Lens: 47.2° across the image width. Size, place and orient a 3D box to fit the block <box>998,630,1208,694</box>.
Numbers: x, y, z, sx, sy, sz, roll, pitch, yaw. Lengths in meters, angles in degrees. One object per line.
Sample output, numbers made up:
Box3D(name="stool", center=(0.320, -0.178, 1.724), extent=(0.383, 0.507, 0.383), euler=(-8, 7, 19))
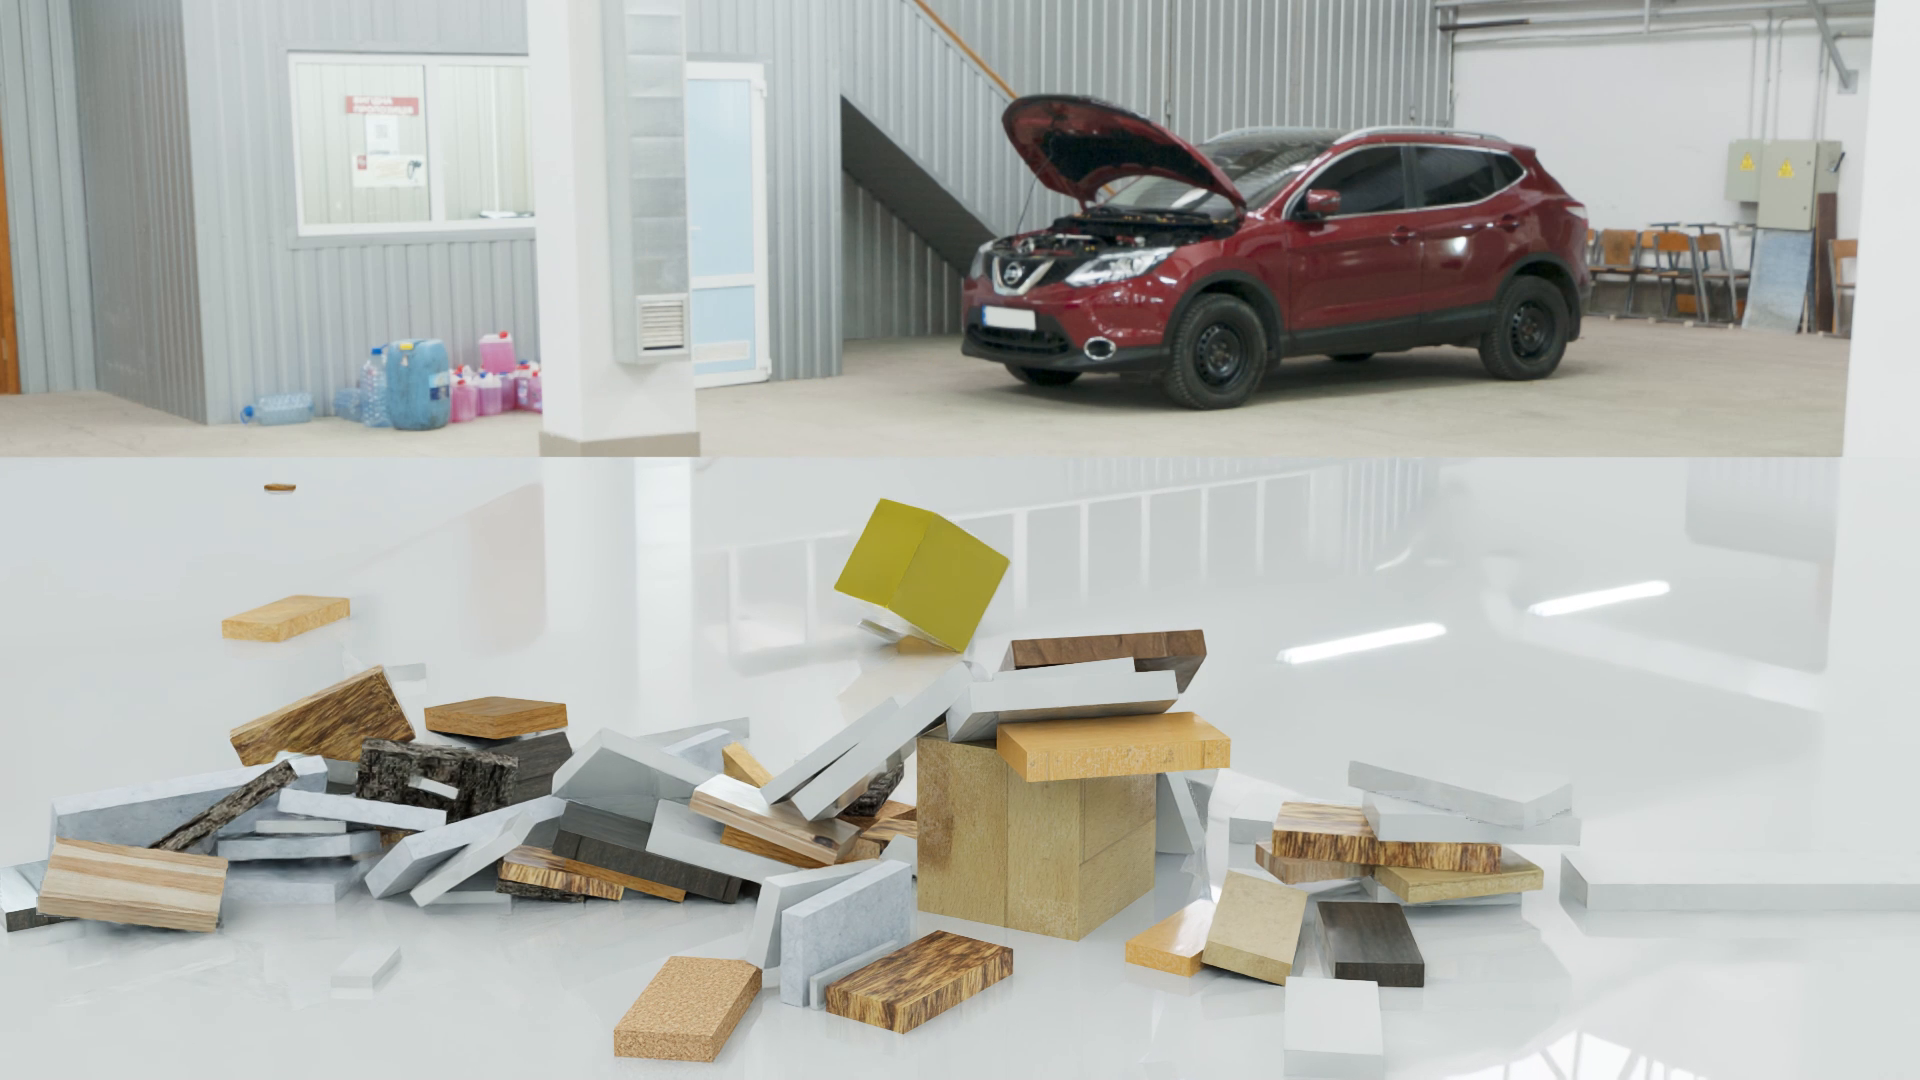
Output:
Box3D(name="block", center=(0.228, 0.208, 3.587), extent=(0.318, 0.045, 0.159), euler=(-3, -27, -11))

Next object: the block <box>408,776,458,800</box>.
Box3D(name="block", center=(-0.896, 0.421, 3.739), extent=(0.063, 0.018, 0.127), euler=(21, -12, -20))

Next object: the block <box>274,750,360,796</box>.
Box3D(name="block", center=(-1.096, 0.457, 4.018), extent=(0.302, 0.043, 0.151), euler=(5, -31, 26))

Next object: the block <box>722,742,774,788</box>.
Box3D(name="block", center=(-0.339, 0.460, 3.851), extent=(0.031, 0.111, 0.221), euler=(-25, 45, -29))

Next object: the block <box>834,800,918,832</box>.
Box3D(name="block", center=(-0.187, 0.501, 4.070), extent=(0.204, 0.029, 0.102), euler=(9, 14, 39))

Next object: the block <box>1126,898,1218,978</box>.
Box3D(name="block", center=(0.366, 0.619, 3.428), extent=(0.112, 0.032, 0.234), euler=(7, 13, 34))

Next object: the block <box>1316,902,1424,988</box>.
Box3D(name="block", center=(0.630, 0.622, 3.395), extent=(0.131, 0.037, 0.263), euler=(1, 11, 3))

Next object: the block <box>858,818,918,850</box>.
Box3D(name="block", center=(-0.091, 0.522, 3.867), extent=(0.156, 0.022, 0.078), euler=(2, 20, 34))

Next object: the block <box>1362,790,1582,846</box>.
Box3D(name="block", center=(0.843, 0.454, 3.639), extent=(0.326, 0.046, 0.163), euler=(1, 10, 1))

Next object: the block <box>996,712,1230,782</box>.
Box3D(name="block", center=(0.236, 0.319, 3.409), extent=(0.326, 0.046, 0.163), euler=(-2, 11, -15))

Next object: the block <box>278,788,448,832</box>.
Box3D(name="block", center=(-1.005, 0.456, 3.696), extent=(0.268, 0.038, 0.134), euler=(10, -10, -15))

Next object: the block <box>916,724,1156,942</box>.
Box3D(name="block", center=(0.129, 0.451, 3.619), extent=(0.292, 0.292, 0.292), euler=(6, 12, 29))

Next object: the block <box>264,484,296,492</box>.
Box3D(name="block", center=(-2.417, -0.188, 7.818), extent=(0.101, 0.014, 0.050), euler=(4, 11, 22))

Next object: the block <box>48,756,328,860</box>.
Box3D(name="block", center=(-1.341, 0.481, 3.834), extent=(0.458, 0.151, 0.043), euler=(-7, 41, -34))

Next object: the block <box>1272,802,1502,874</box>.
Box3D(name="block", center=(0.716, 0.496, 3.674), extent=(0.368, 0.046, 0.163), euler=(3, 11, 14))

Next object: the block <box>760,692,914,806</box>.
Box3D(name="block", center=(-0.197, 0.345, 3.631), extent=(0.278, 0.031, 0.111), euler=(-36, -10, 12))

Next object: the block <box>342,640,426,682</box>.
Box3D(name="block", center=(-1.362, 0.288, 5.194), extent=(0.132, 0.037, 0.265), euler=(-6, 12, -28))

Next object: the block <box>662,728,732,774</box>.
Box3D(name="block", center=(-0.526, 0.452, 3.910), extent=(0.297, 0.149, 0.042), euler=(-18, 17, -41))

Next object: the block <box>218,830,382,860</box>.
Box3D(name="block", center=(-1.113, 0.516, 3.710), extent=(0.235, 0.033, 0.117), euler=(-4, -4, 10))

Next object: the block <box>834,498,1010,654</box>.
Box3D(name="block", center=(-0.094, 0.086, 5.406), extent=(0.258, 0.258, 0.258), euler=(32, -9, -33))

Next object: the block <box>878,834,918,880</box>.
Box3D(name="block", center=(-0.081, 0.545, 3.767), extent=(0.123, 0.017, 0.062), euler=(11, 54, 47))

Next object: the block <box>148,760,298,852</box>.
Box3D(name="block", center=(-1.263, 0.476, 3.663), extent=(0.337, 0.038, 0.134), euler=(-34, 5, -20))

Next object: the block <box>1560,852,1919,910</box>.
Box3D(name="block", center=(1.323, 0.567, 3.665), extent=(0.601, 0.046, 0.163), euler=(0, 11, 0))

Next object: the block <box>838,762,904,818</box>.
Box3D(name="block", center=(-0.182, 0.463, 4.116), extent=(0.102, 0.029, 0.273), euler=(2, 10, 10))

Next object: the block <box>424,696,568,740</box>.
Box3D(name="block", center=(-0.973, 0.370, 4.600), extent=(0.162, 0.046, 0.324), euler=(-9, 5, -39))

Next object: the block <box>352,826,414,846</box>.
Box3D(name="block", center=(-1.050, 0.531, 3.936), extent=(0.063, 0.018, 0.127), euler=(9, 14, 42))

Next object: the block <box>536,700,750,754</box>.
Box3D(name="block", center=(-0.655, 0.402, 4.554), extent=(0.410, 0.046, 0.162), euler=(-8, 13, -36))

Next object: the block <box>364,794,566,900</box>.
Box3D(name="block", center=(-0.801, 0.509, 3.757), extent=(0.419, 0.042, 0.148), euler=(-12, -23, -49))

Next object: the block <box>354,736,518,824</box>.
Box3D(name="block", center=(-0.912, 0.426, 3.829), extent=(0.265, 0.132, 0.037), euler=(9, 23, -13))

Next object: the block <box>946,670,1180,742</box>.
Box3D(name="block", center=(0.160, 0.264, 3.483), extent=(0.335, 0.047, 0.167), euler=(-3, -20, -14))

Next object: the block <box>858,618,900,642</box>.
Box3D(name="block", center=(-0.201, 0.224, 5.443), extent=(0.101, 0.014, 0.050), euler=(22, -18, -7))

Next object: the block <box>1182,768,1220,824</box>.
Box3D(name="block", center=(0.281, 0.411, 3.953), extent=(0.352, 0.159, 0.045), euler=(18, 53, 9))

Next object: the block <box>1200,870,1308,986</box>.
Box3D(name="block", center=(0.458, 0.596, 3.399), extent=(0.131, 0.037, 0.263), euler=(15, 18, 10))

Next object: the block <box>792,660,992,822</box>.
Box3D(name="block", center=(-0.105, 0.328, 3.593), extent=(0.355, 0.047, 0.167), euler=(-39, -11, 5))

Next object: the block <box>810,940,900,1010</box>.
Box3D(name="block", center=(-0.154, 0.643, 3.254), extent=(0.014, 0.048, 0.189), euler=(8, 13, 37))
